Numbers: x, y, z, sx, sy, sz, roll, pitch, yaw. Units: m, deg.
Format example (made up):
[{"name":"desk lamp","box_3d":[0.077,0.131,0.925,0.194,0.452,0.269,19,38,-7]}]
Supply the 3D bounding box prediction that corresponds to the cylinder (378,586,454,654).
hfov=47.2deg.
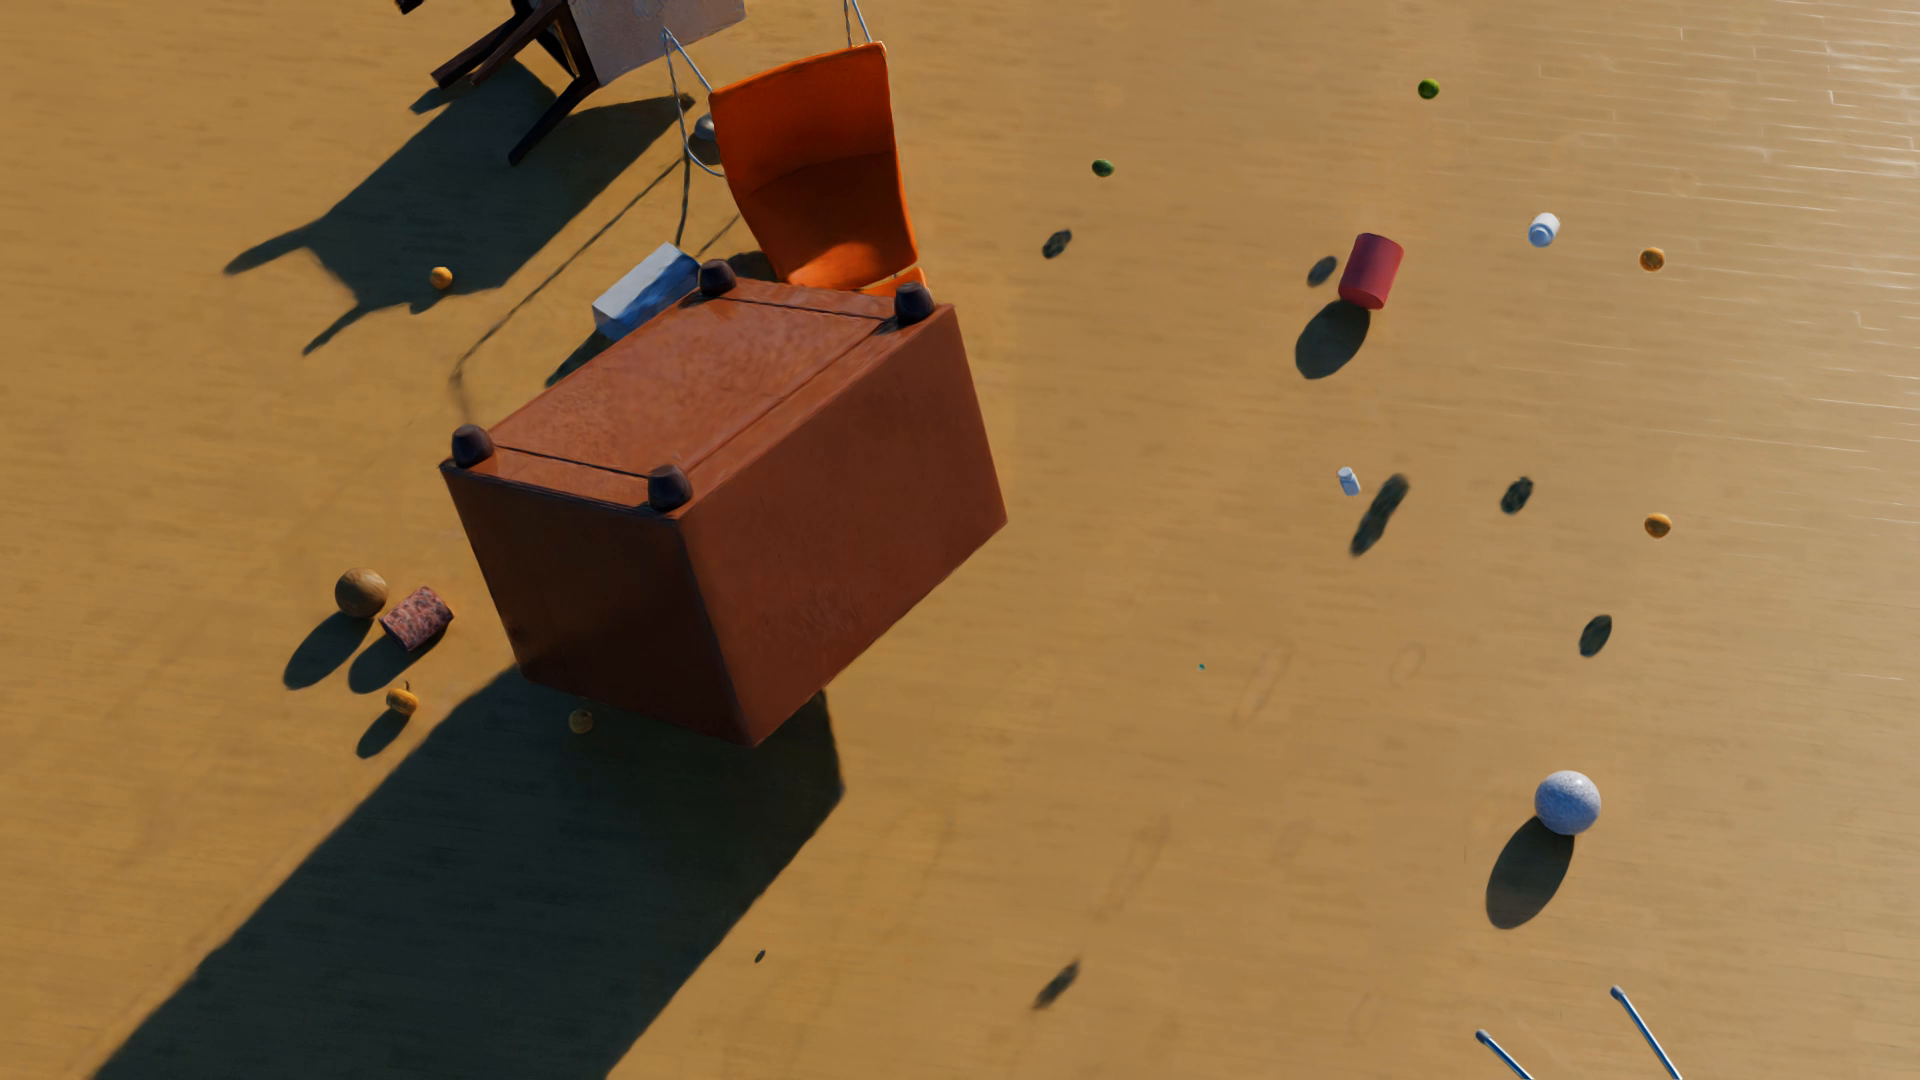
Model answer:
[{"name":"cylinder","box_3d":[-1.574,0.229,6.367,0.138,0.088,0.163,42,65,16]}]

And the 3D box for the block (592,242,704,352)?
[{"name":"block","box_3d":[-0.994,-0.776,7.019,0.152,0.126,0.340,35,63,21]}]

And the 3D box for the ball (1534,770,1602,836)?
[{"name":"ball","box_3d":[1.654,0.716,5.987,0.177,0.177,0.177,0,56,0]}]

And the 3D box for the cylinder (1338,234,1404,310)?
[{"name":"cylinder","box_3d":[1.311,-0.858,7.021,0.158,0.152,0.190,23,81,-4]}]

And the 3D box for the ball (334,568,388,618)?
[{"name":"ball","box_3d":[-1.737,0.154,6.380,0.150,0.150,0.150,0,56,0]}]

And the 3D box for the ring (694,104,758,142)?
[{"name":"ring","box_3d":[-0.795,-1.416,7.476,0.226,0.052,0.131,-12,62,5]}]
